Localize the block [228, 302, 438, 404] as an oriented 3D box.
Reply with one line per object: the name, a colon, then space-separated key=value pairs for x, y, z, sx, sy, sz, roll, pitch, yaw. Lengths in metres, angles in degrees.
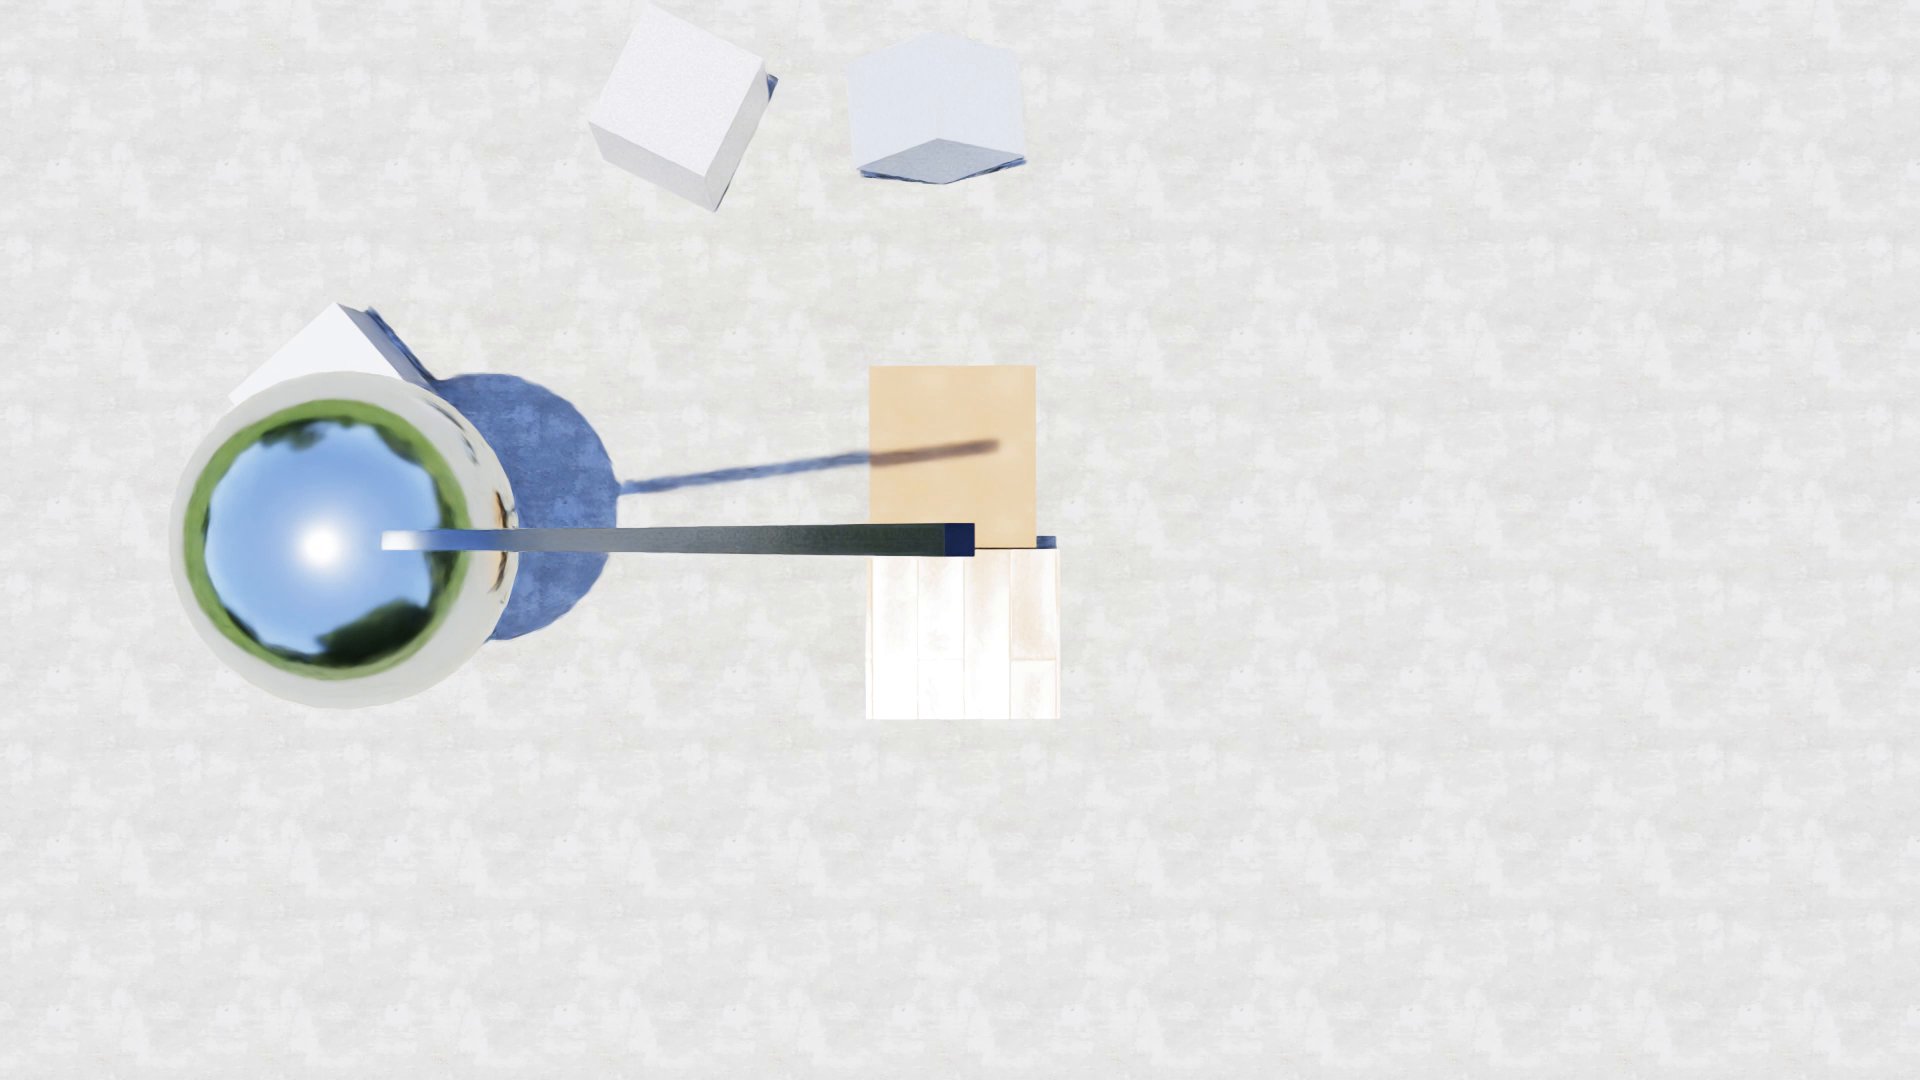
block: x=-3.565 y=-0.802 z=12.653 sx=0.799 sy=0.694 sz=0.713 roll=-41 pitch=90 yaw=0

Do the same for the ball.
ball: x=-2.886 y=0.000 z=10.363 sx=1.600 sy=1.600 sz=1.600 roll=0 pitch=90 yaw=0

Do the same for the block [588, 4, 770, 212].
block: x=-1.590 y=-2.451 z=12.561 sx=0.716 sy=0.801 sz=0.745 roll=26 pitch=84 yaw=0

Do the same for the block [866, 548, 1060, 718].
block: x=0.017 y=0.511 z=12.470 sx=1.052 sy=1.060 sz=0.917 roll=0 pitch=90 yaw=0

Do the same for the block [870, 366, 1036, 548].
block: x=-0.040 y=-0.457 z=12.559 sx=0.918 sy=0.883 sz=1.010 roll=0 pitch=90 yaw=0

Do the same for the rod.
rod: x=-1.250 y=0.000 z=7.382 sx=0.080 sy=5.200 sz=0.080 roll=0 pitch=90 yaw=-29

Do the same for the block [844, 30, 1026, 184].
block: x=-0.139 y=-2.441 z=12.482 sx=0.679 sy=0.711 sz=0.607 roll=-10 pitch=82 yaw=44
